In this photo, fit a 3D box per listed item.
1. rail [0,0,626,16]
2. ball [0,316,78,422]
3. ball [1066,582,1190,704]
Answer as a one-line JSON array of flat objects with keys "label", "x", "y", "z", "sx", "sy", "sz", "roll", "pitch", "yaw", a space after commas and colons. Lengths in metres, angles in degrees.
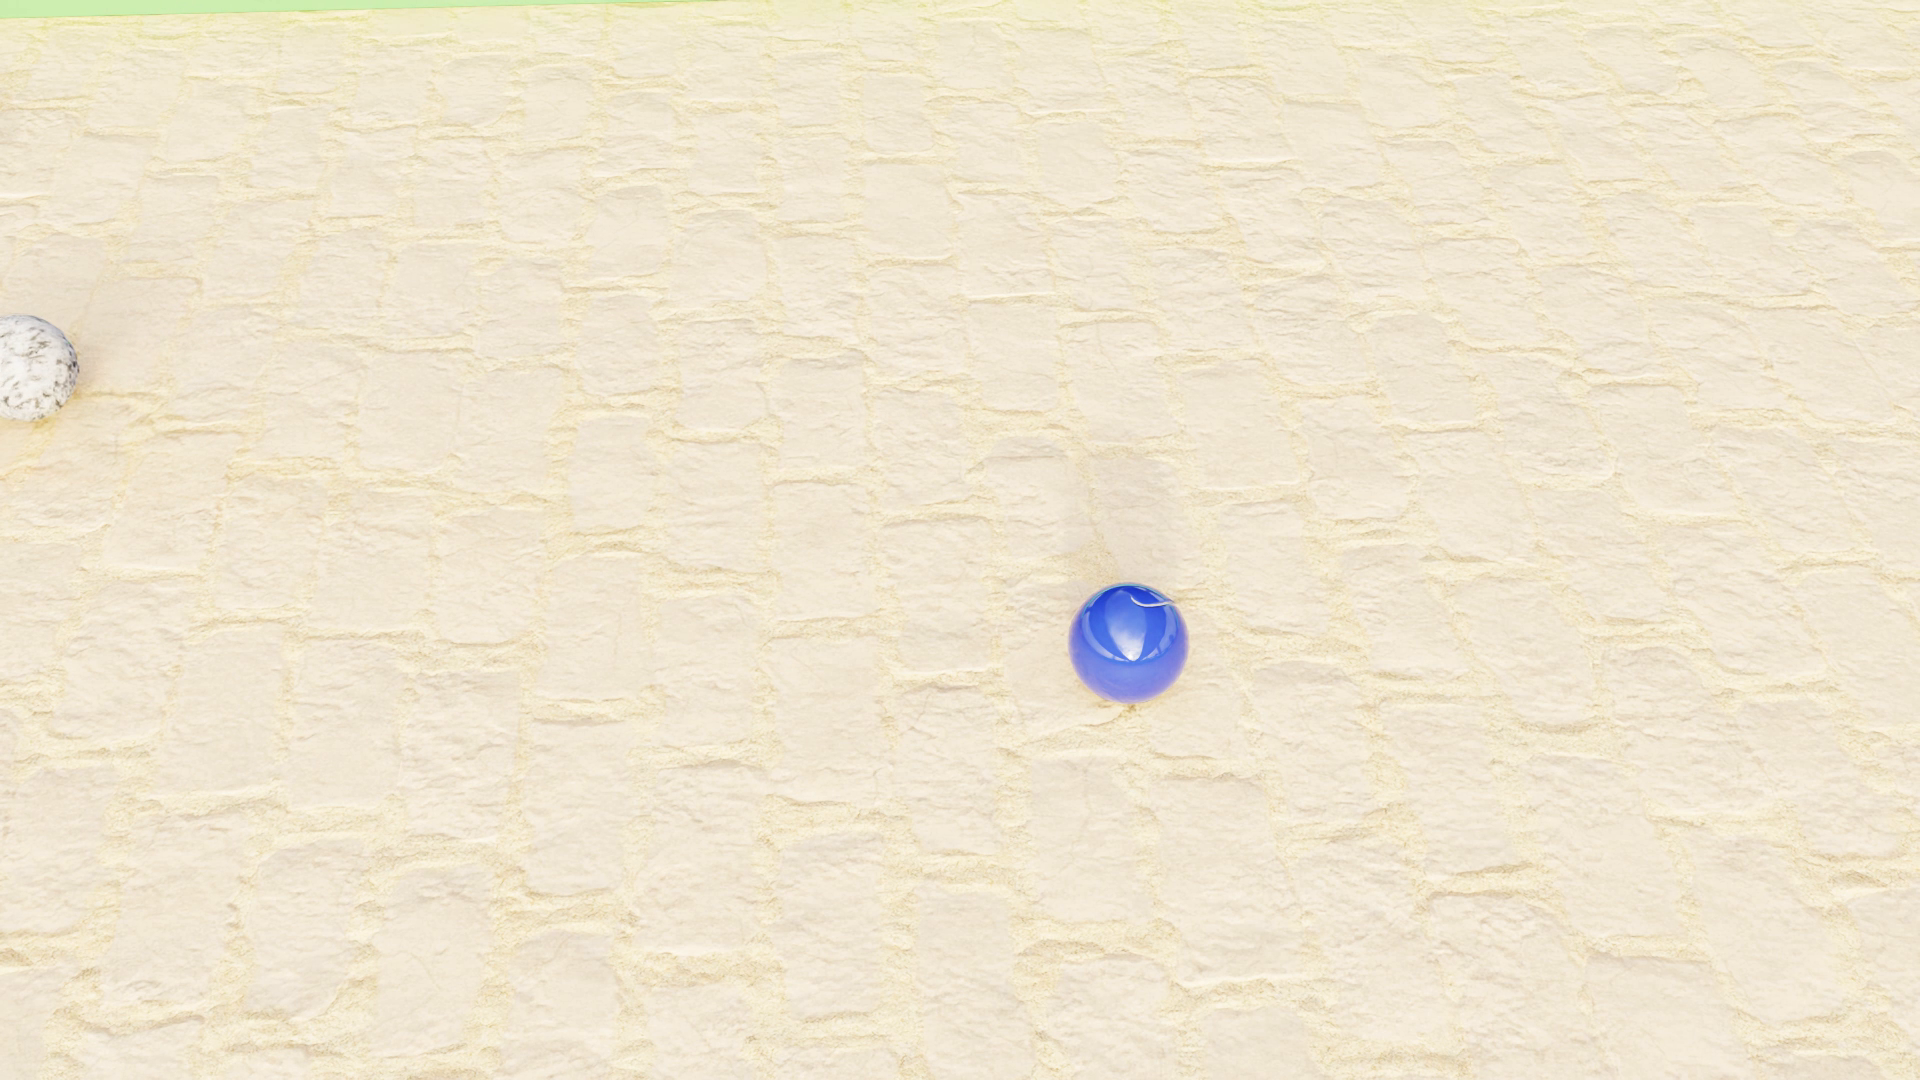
[{"label": "rail", "x": 0.835, "y": -0.561, "z": 2.330, "sx": 3.552, "sy": 0.112, "sz": 0.045, "roll": -2, "pitch": 36, "yaw": -3}, {"label": "ball", "x": -0.644, "y": -0.118, "z": 1.761, "sx": 0.073, "sy": 0.073, "sz": 0.073, "roll": 0, "pitch": 36, "yaw": 0}, {"label": "ball", "x": 0.100, "y": 0.061, "z": 1.518, "sx": 0.073, "sy": 0.073, "sz": 0.073, "roll": 0, "pitch": 36, "yaw": 0}]
